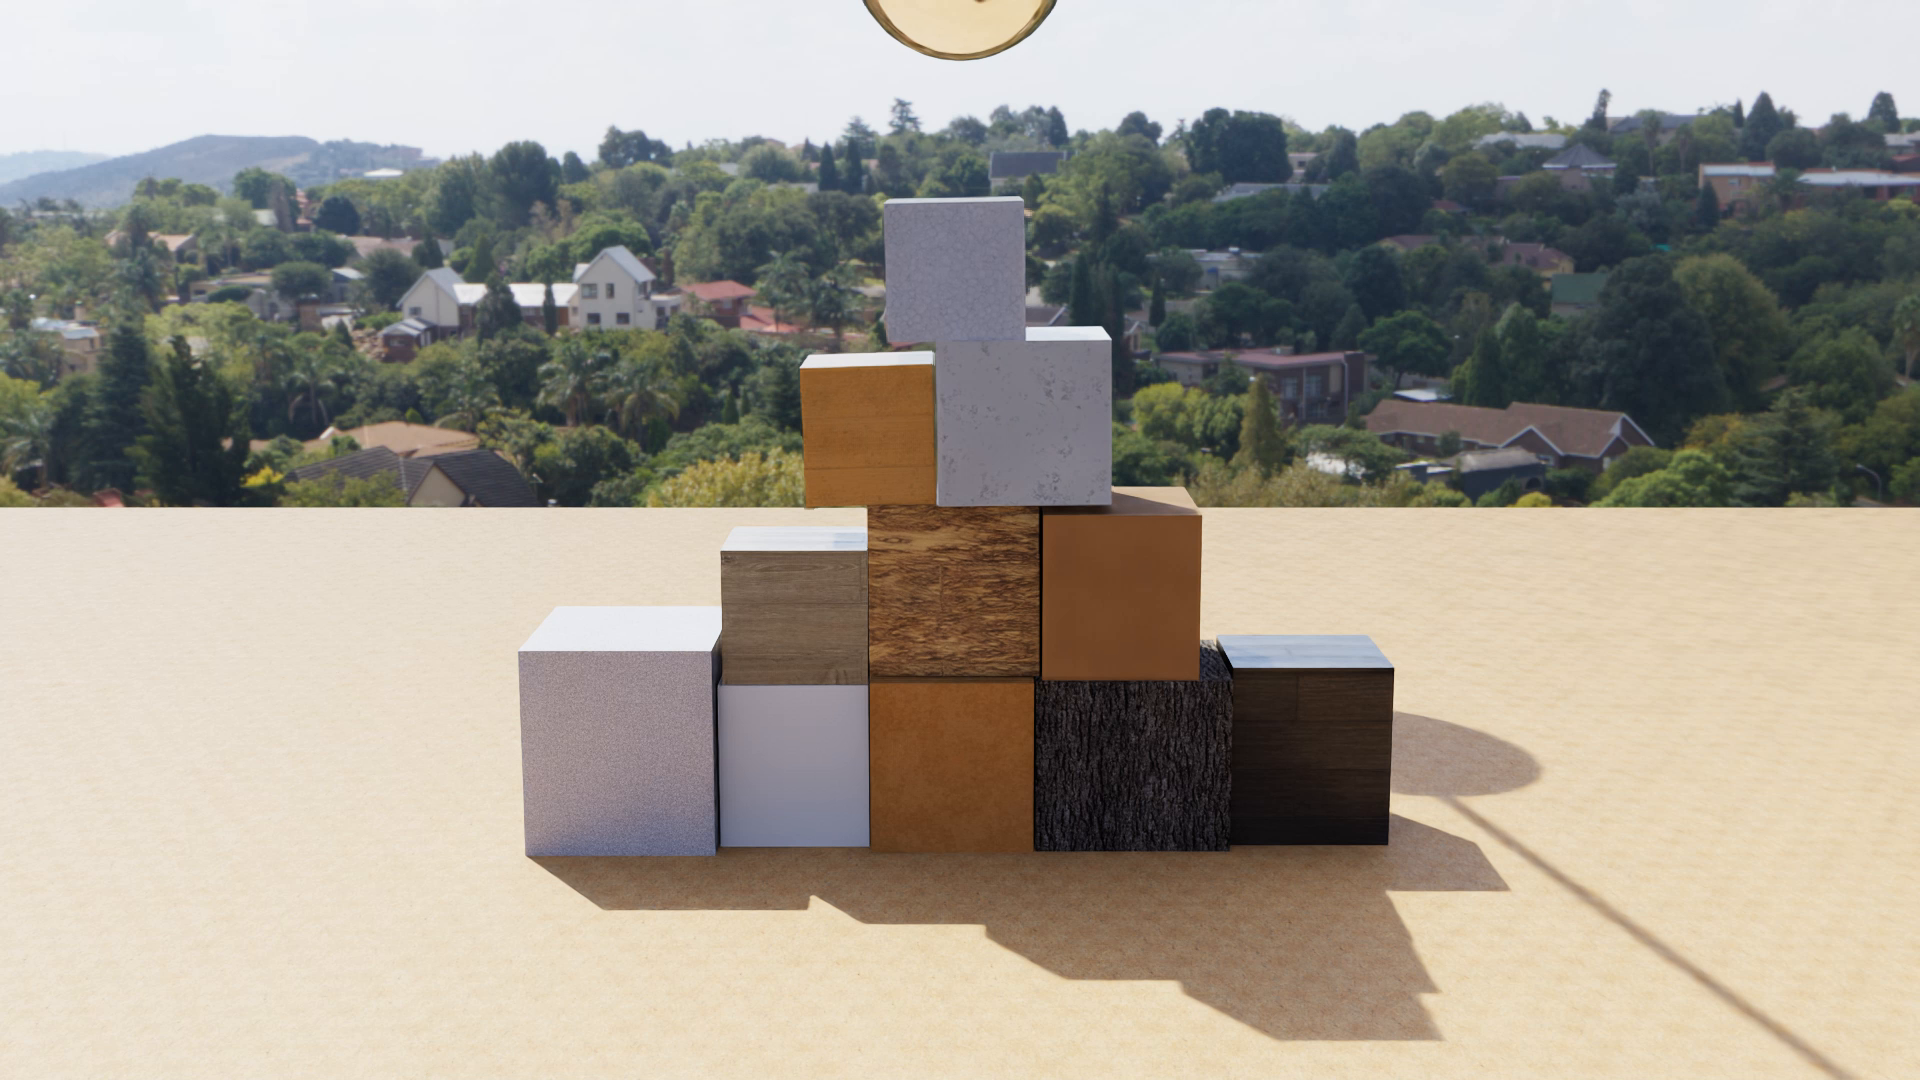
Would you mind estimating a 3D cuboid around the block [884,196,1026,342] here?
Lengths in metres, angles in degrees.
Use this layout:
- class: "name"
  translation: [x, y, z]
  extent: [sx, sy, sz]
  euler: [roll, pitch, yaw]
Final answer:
- class: "block"
  translation: [-0.022, -1.355, 10.929]
  extent: [0.671, 0.664, 0.756]
  euler: [-1, 10, 0]

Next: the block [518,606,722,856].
- class: "block"
  translation: [-1.688, 0.963, 11.350]
  extent: [0.945, 1.045, 1.042]
  euler: [0, 10, 0]

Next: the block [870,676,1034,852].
- class: "block"
  translation: [-0.040, 1.049, 11.366]
  extent: [0.811, 0.868, 0.937]
  euler: [0, 10, 0]

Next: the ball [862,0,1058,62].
- class: "ball"
  translation: [0.000, -4.225, 15.652]
  extent: [1.600, 1.600, 1.600]
  euler: [0, 10, 0]

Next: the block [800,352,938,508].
- class: "block"
  translation: [-0.448, -0.567, 11.062]
  extent: [0.639, 0.686, 0.654]
  euler: [-2, 10, 0]

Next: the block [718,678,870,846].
- class: "block"
  translation: [-0.831, 1.067, 11.372]
  extent: [0.751, 0.831, 0.753]
  euler: [0, 10, 0]

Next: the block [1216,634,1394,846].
- class: "block"
  translation: [1.760, 1.021, 11.378]
  extent: [0.802, 0.921, 0.740]
  euler: [0, 10, 0]

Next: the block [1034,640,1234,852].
- class: "block"
  translation: [0.862, 1.045, 11.374]
  extent: [0.973, 0.875, 0.921]
  euler: [0, 10, 0]

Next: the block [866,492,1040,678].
- class: "block"
  translation: [-0.031, 0.190, 11.222]
  extent: [0.845, 0.867, 0.718]
  euler: [0, 10, 0]

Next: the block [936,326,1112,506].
- class: "block"
  translation: [0.313, -0.632, 11.046]
  extent: [0.847, 0.806, 0.760]
  euler: [-1, 10, 0]

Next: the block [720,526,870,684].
- class: "block"
  translation: [-0.820, 0.326, 11.223]
  extent: [0.721, 0.682, 0.681]
  euler: [0, 10, 0]

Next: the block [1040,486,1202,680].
- class: "block"
  translation: [0.793, 0.207, 11.221]
  extent: [0.775, 0.828, 0.889]
  euler: [0, 10, 0]
